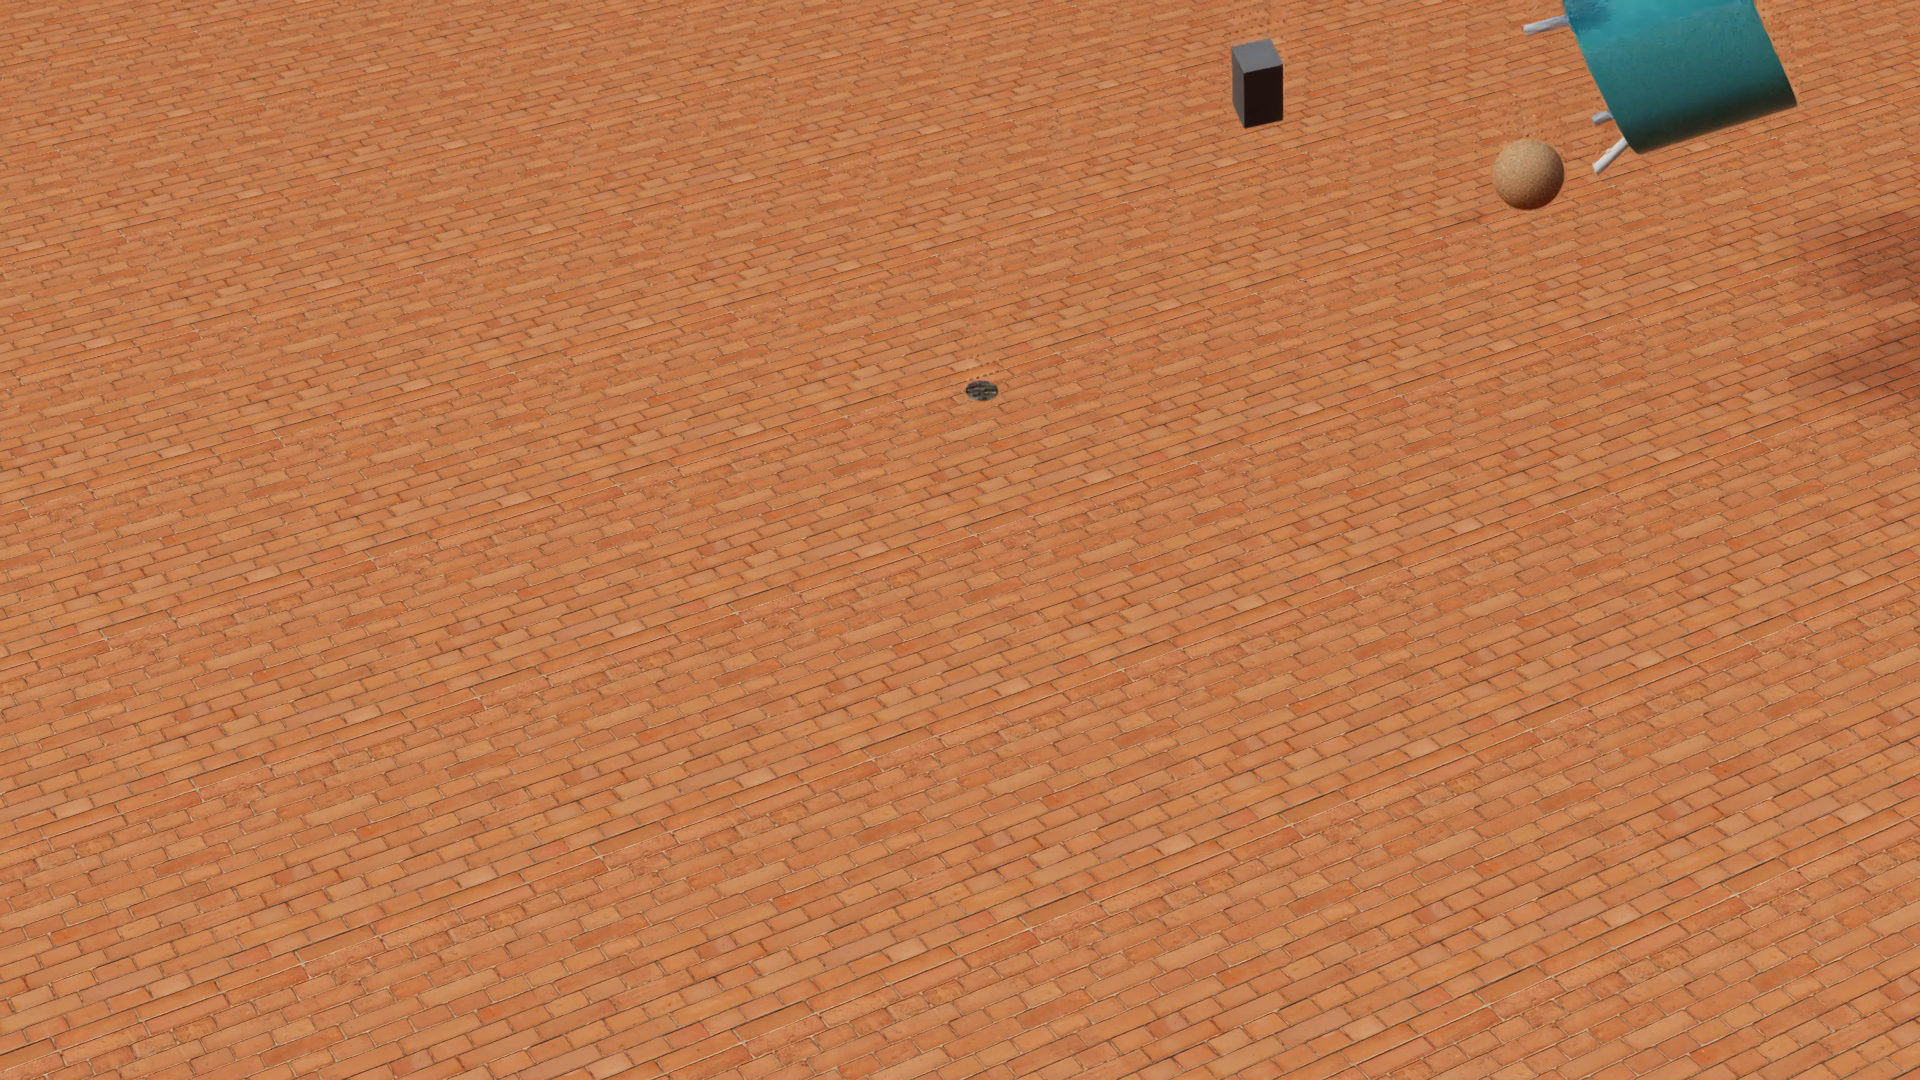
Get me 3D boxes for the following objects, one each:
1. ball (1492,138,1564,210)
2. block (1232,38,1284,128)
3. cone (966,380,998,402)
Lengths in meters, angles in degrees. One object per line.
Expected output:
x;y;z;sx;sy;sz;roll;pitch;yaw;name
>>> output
1.821;-1.171;9.398;0.228;0.228;0.228;0;33;0;ball
0.860;-1.319;8.478;0.118;0.211;0.121;-13;50;-5;block
0.079;-0.404;8.056;0.094;0.057;0.114;3;-2;20;cone
